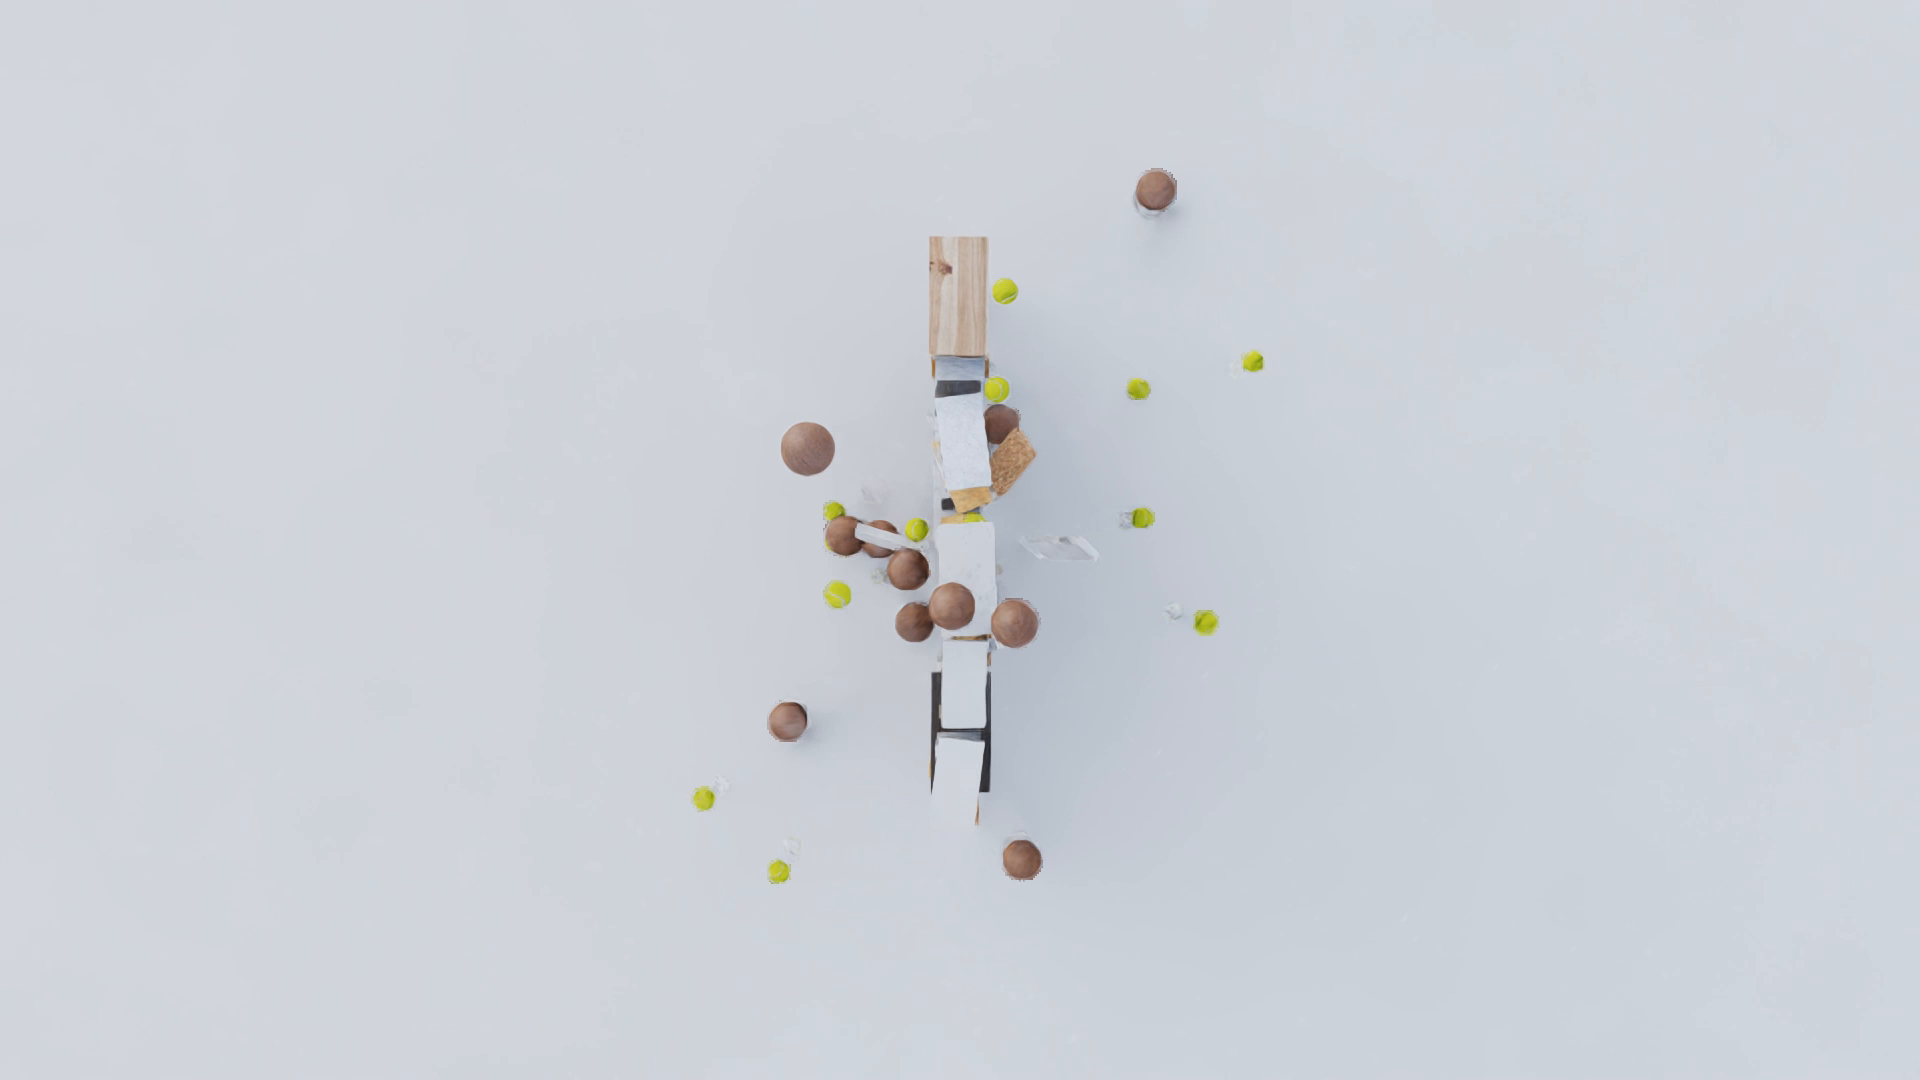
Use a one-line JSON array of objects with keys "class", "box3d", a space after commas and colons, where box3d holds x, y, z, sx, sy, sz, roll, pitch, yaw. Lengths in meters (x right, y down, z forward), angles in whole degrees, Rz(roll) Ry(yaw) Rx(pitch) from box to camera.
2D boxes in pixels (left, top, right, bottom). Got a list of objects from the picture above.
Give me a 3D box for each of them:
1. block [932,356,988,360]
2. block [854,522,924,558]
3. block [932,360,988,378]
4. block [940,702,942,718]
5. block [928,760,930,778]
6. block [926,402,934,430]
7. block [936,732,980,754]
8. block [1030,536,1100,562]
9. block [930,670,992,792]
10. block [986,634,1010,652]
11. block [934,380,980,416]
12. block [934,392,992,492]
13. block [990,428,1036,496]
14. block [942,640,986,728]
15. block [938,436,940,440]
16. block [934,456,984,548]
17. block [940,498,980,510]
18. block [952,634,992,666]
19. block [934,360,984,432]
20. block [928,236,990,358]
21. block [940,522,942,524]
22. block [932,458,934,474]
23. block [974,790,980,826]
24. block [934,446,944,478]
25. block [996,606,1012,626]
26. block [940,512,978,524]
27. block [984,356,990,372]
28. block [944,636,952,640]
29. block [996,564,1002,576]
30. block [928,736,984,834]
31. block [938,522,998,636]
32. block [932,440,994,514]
[{"class": "block", "box3d": [-0.001, -0.543, 4.610, 0.159, 0.319, 0.045, 1, 90, 0]}, {"class": "block", "box3d": [-0.216, 0.002, 5.049, 0.209, 0.099, 0.028, 17, 77, 3]}, {"class": "block", "box3d": [0.000, -0.682, 5.121, 0.177, 0.050, 0.354, 0, 90, 0]}, {"class": "block", "box3d": [0.003, 0.487, 4.712, 0.121, 0.242, 0.034, 1, 86, 0]}, {"class": "block", "box3d": [-0.005, 0.685, 5.059, 0.176, 0.351, 0.050, 3, 89, 0]}, {"class": "block", "box3d": [-0.020, -0.374, 5.033, 0.143, 0.451, 0.040, -1, 88, 2]}, {"class": "block", "box3d": [-0.004, 0.584, 4.706, 0.127, 0.254, 0.036, -1, 91, 0]}, {"class": "block", "box3d": [0.317, 0.024, 4.993, 0.099, 0.199, 0.028, 40, 65, -34]}, {"class": "block", "box3d": [0.002, 0.564, 4.859, 0.175, 0.050, 0.351, 1, 90, 0]}, {"class": "block", "box3d": [0.066, 0.311, 4.766, 0.121, 0.374, 0.034, -18, 86, 7]}, {"class": "block", "box3d": [-0.006, -0.399, 4.642, 0.126, 0.253, 0.036, 1, 111, 0]}, {"class": "block", "box3d": [0.009, -0.267, 4.498, 0.126, 0.036, 0.253, -7, 90, -2]}, {"class": "block", "box3d": [0.143, -0.229, 4.831, 0.028, 0.199, 0.099, -15, 65, -39]}, {"class": "block", "box3d": [0.011, 0.398, 4.566, 0.121, 0.034, 0.242, 1, 94, 0]}, {"class": "block", "box3d": [-0.014, -0.406, 5.274, 0.104, 0.030, 0.209, 1, 90, 2]}, {"class": "block", "box3d": [-0.005, -0.132, 5.168, 0.155, 0.044, 0.310, -1, 90, 0]}, {"class": "block", "box3d": [0.001, -0.110, 5.034, 0.112, 0.225, 0.032, -3, 90, 1]}, {"class": "block", "box3d": [0.037, 0.262, 4.980, 0.119, 0.034, 0.238, 1, 90, -4]}, {"class": "block", "box3d": [-0.001, -0.457, 4.788, 0.143, 0.040, 0.285, 1, 88, 0]}, {"class": "block", "box3d": [-0.003, -0.653, 4.429, 0.159, 0.045, 0.319, 1, 90, 0]}, {"class": "block", "box3d": [-0.003, -0.036, 5.038, 0.108, 0.216, 0.031, -2, 88, 0]}, {"class": "block", "box3d": [-0.010, -0.237, 5.345, 0.155, 0.310, 0.044, -2, 90, 0]}, {"class": "block", "box3d": [-0.009, 0.762, 4.708, 0.127, 0.254, 0.036, 1, 95, 0]}, {"class": "block", "box3d": [0.001, -0.230, 4.701, 0.126, 0.372, 0.036, -13, 104, -2]}, {"class": "block", "box3d": [0.053, 0.219, 4.775, 0.155, 0.375, 0.044, 1, 85, -4]}, {"class": "block", "box3d": [0.014, 0.031, 4.912, 0.108, 0.031, 0.216, -10, 90, -1]}, {"class": "block", "box3d": [0.013, -0.533, 4.953, 0.143, 0.285, 0.040, -9, 89, 0]}, {"class": "block", "box3d": [0.004, 0.357, 5.253, 0.115, 0.033, 0.230, 0, 90, -1]}, {"class": "block", "box3d": [0.065, 0.112, 5.097, 0.108, 0.333, 0.031, -23, 89, -4]}, {"class": "block", "box3d": [-0.010, 0.676, 4.562, 0.127, 0.036, 0.254, 7, 90, 0]}, {"class": "block", "box3d": [0.020, 0.109, 4.563, 0.155, 0.044, 0.310, -2, 89, -1]}, {"class": "block", "box3d": [0.007, -0.200, 4.904, 0.113, 0.032, 0.225, -21, 90, 1]}]
